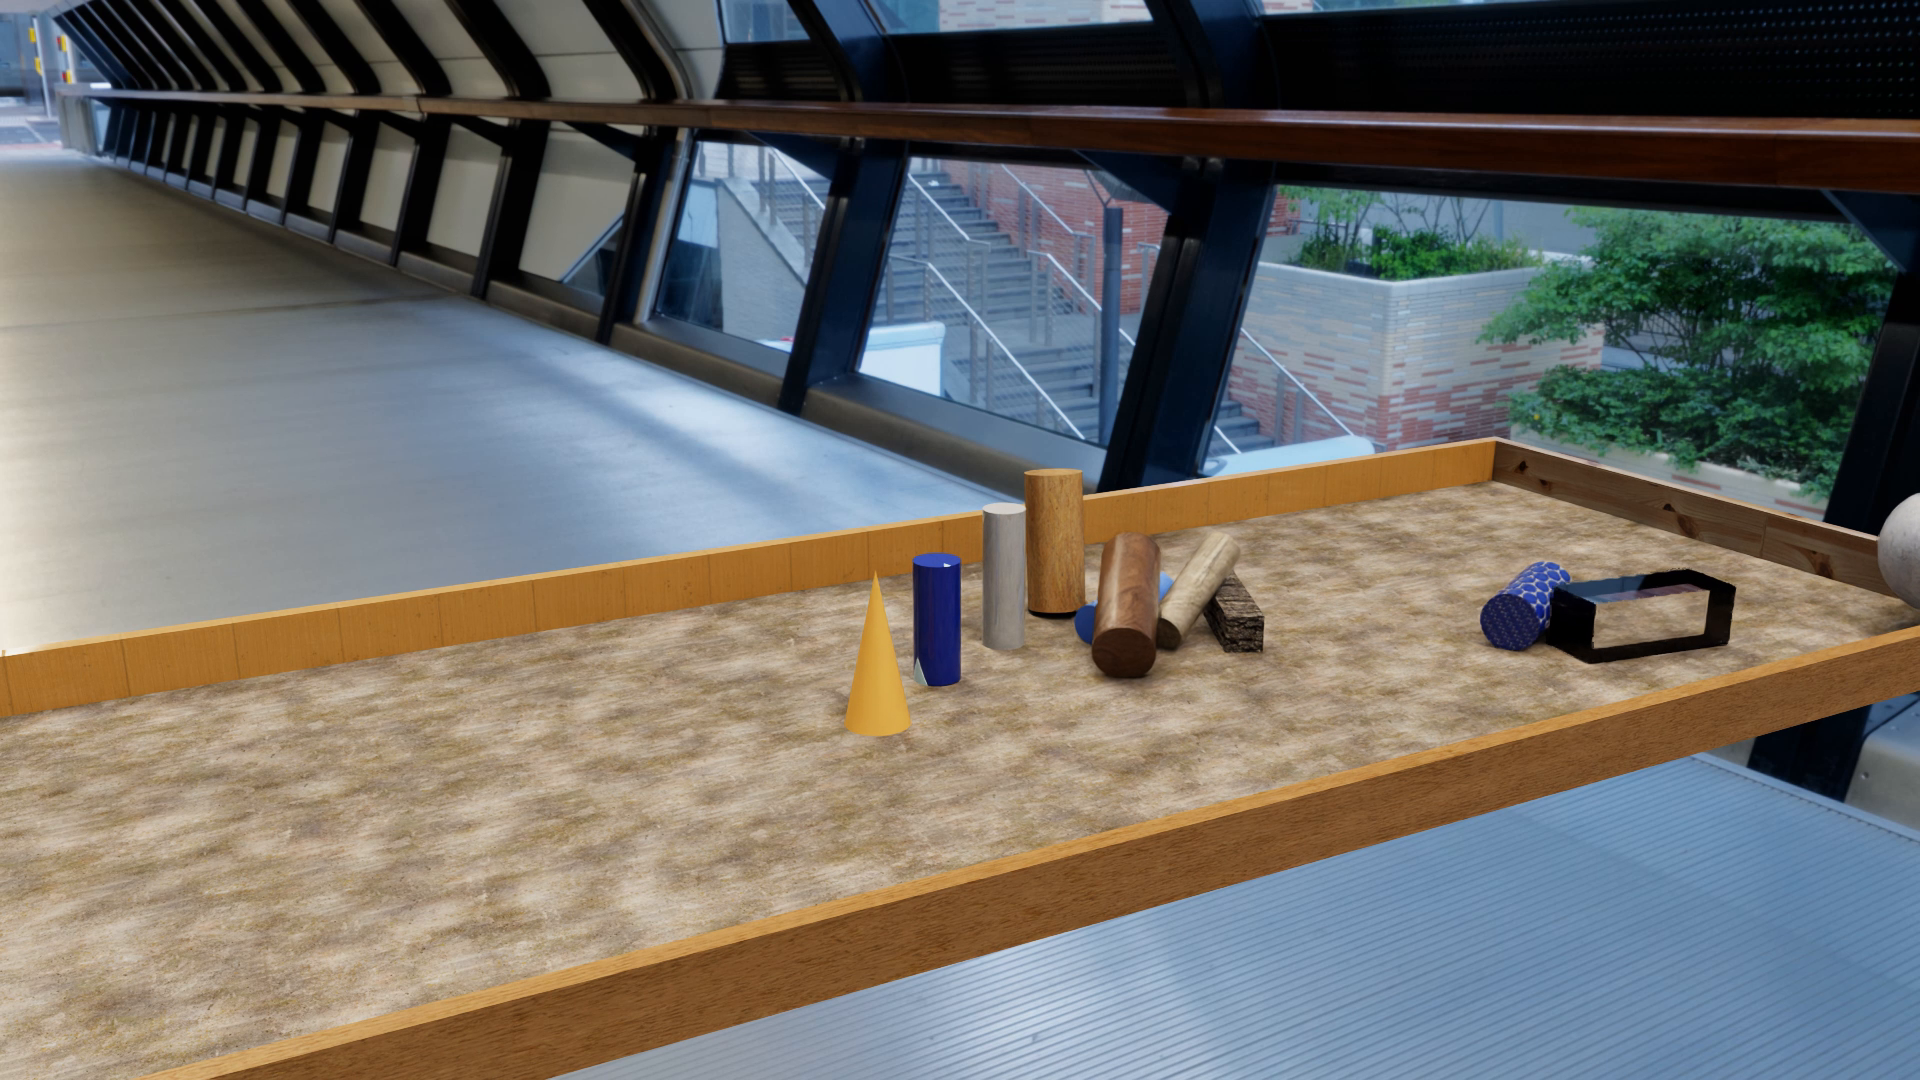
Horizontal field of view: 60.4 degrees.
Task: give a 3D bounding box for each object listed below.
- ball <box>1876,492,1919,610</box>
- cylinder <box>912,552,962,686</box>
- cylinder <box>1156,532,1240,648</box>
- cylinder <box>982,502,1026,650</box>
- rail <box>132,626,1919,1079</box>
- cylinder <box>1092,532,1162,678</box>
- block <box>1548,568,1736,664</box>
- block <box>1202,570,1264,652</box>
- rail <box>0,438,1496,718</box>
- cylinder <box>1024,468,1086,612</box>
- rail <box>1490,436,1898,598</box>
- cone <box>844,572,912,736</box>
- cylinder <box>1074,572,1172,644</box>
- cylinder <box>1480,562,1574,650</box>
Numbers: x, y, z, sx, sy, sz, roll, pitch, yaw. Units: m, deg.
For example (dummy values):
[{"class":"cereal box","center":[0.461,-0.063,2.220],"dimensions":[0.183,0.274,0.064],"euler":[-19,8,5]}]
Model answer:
[{"class":"ball","center":[2.679,0.030,4.449],"dimensions":[0.360,0.360,0.360],"euler":[0,16,0]},{"class":"cylinder","center":[-0.057,0.199,4.125],"dimensions":[0.121,0.312,0.121],"euler":[0,16,0]},{"class":"cylinder","center":[0.631,0.132,4.464],"dimensions":[0.109,0.109,0.379],"euler":[11,43,33]},{"class":"cylinder","center":[0.116,0.096,4.364],"dimensions":[0.114,0.374,0.114],"euler":[0,16,0]},{"class":"rail","center":[-2.336,1.006,1.665],"dimensions":[12.000,0.150,0.050],"euler":[-9,18,-27]},{"class":"cylinder","center":[0.438,0.164,4.297],"dimensions":[0.160,0.160,0.432],"euler":[2,34,8]},{"class":"block","center":[1.811,0.200,4.382],"dimensions":[0.451,0.164,0.164],"euler":[-6,17,-19]},{"class":"block","center":[0.738,0.186,4.546],"dimensions":[0.100,0.100,0.446],"euler":[-1,16,-2]},{"class":"rail","center":[-3.305,0.497,3.399],"dimensions":[12.000,0.150,0.050],"euler":[-9,18,-27]},{"class":"cylinder","center":[0.268,0.000,4.640],"dimensions":[0.163,0.385,0.163],"euler":[-2,9,0]},{"class":"rail","center":[2.466,-0.048,5.253],"dimensions":[0.050,0.150,2.100],"euler":[-9,18,-27]},{"class":"cone","center":[-0.194,0.249,3.835],"dimensions":[0.158,0.379,0.158],"euler":[0,16,0]},{"class":"cylinder","center":[0.458,0.184,4.535],"dimensions":[0.109,0.109,0.367],"euler":[12,20,34]},{"class":"cylinder","center":[1.544,0.176,4.481],"dimensions":[0.156,0.156,0.349],"euler":[11,19,32]}]
